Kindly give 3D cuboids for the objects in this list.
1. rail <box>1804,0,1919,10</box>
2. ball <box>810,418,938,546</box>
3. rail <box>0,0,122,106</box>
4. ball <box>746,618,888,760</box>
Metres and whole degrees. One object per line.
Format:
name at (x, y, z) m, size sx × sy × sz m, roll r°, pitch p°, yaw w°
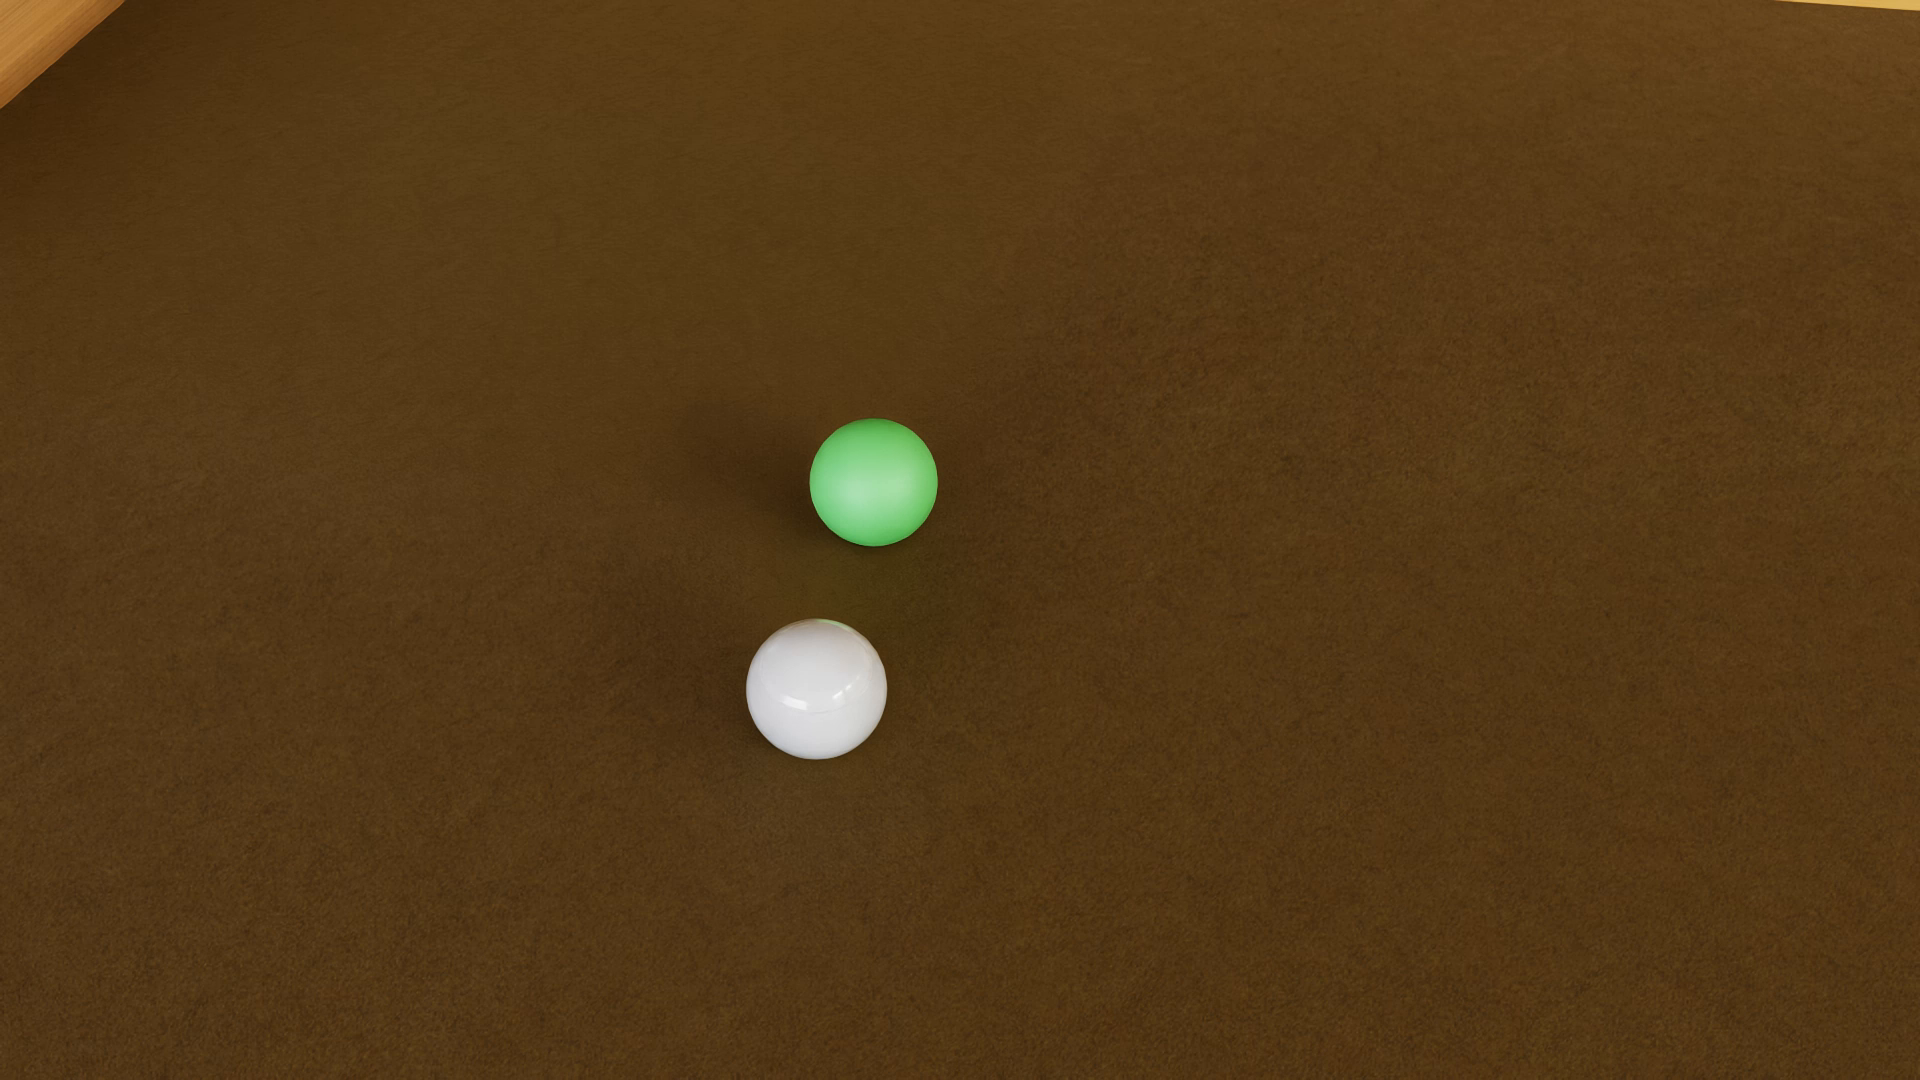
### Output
rail at (1.248, -0.551, 2.538) m, size 4.188 × 0.119 × 0.045 m, roll 6°, pitch 35°, yaw 9°
ball at (-0.061, -0.041, 1.829) m, size 0.092 × 0.092 × 0.092 m, roll 0°, pitch 35°, yaw 0°
rail at (-1.005, -0.123, 1.921) m, size 0.045 × 0.119 × 2.375 m, roll 6°, pitch 35°, yaw 9°
ball at (-0.091, 0.095, 1.635) m, size 0.090 × 0.090 × 0.090 m, roll 0°, pitch 35°, yaw 0°
